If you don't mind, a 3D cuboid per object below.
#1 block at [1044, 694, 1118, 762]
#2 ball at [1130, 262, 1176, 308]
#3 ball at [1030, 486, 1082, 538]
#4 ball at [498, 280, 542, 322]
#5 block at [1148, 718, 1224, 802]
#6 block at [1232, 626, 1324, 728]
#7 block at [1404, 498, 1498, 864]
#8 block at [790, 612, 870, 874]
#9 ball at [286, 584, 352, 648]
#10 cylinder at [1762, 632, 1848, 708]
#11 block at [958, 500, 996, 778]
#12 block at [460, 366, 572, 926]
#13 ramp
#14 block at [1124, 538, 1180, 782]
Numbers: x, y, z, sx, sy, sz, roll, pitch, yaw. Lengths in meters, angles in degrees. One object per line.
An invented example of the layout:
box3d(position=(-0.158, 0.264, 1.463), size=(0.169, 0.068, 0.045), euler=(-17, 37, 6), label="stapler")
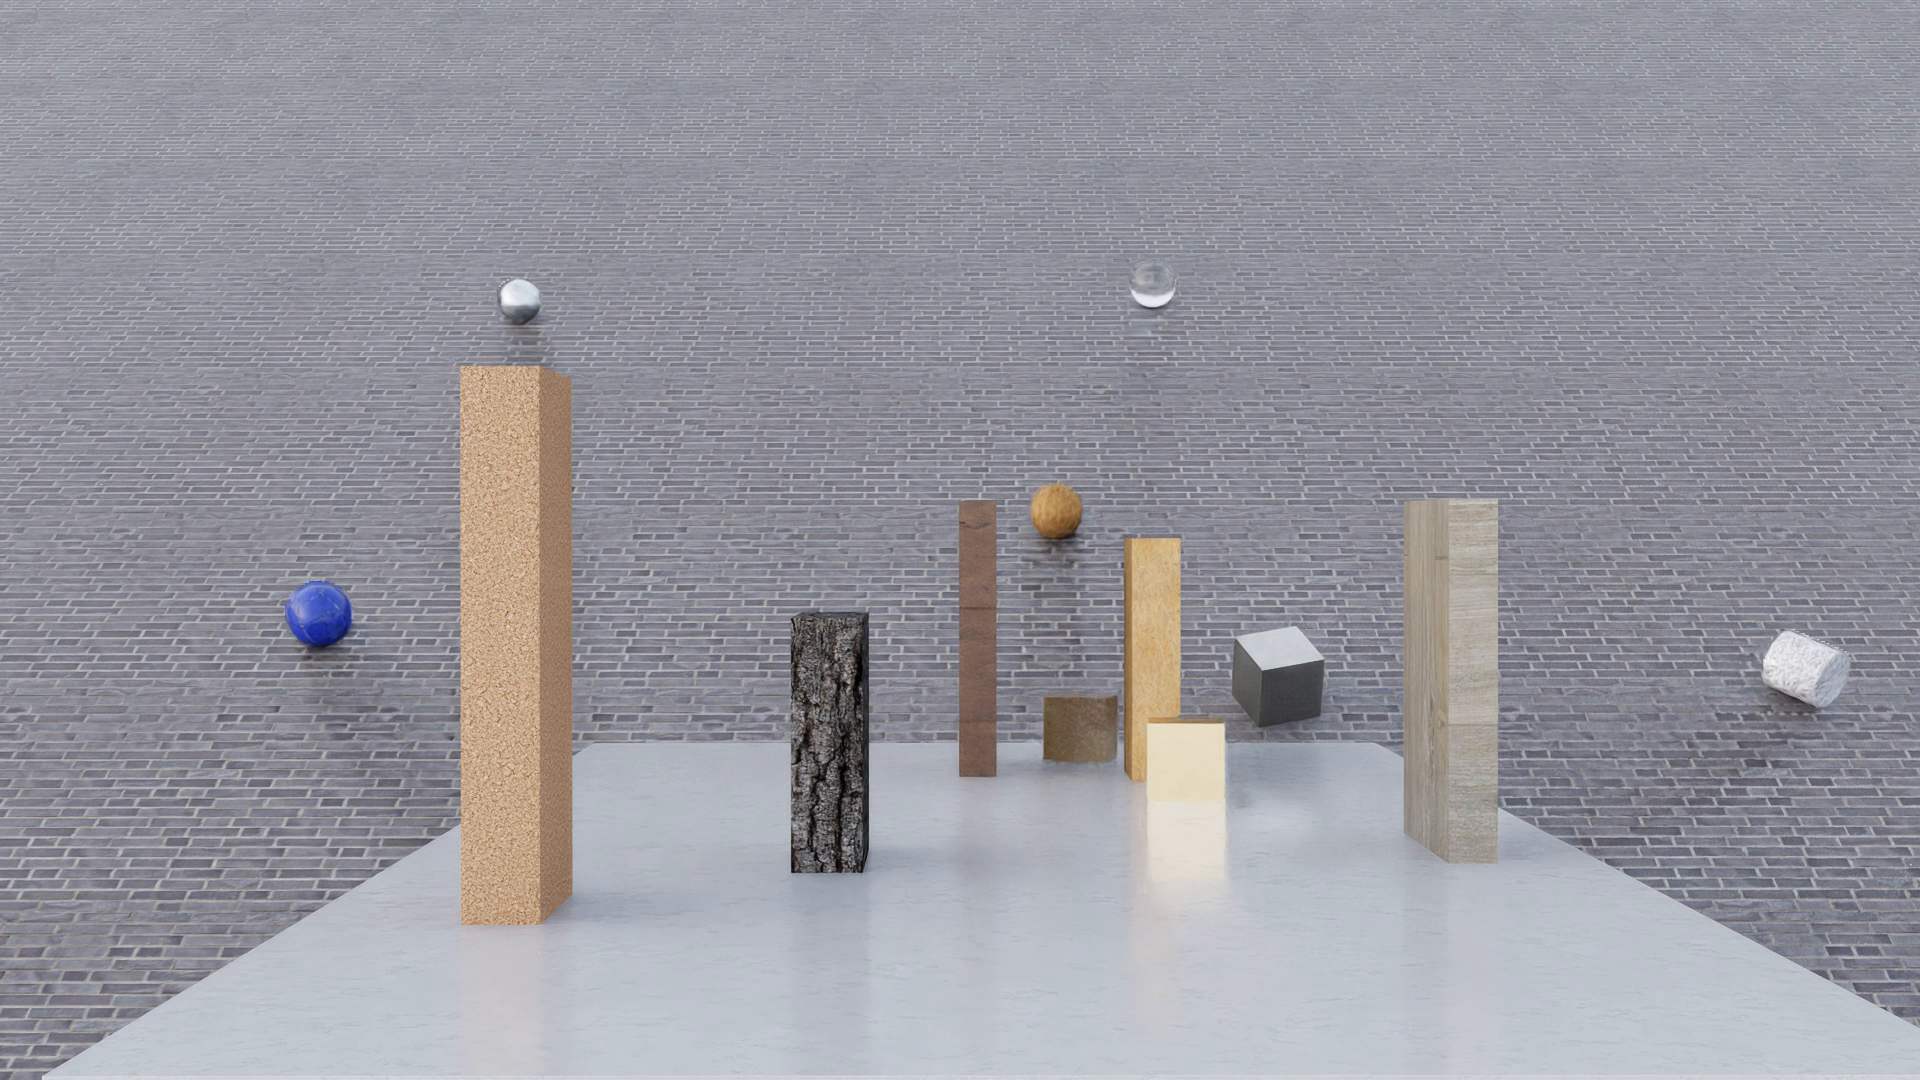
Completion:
box3d(position=(0.290, 0.448, 6.195), size=(0.149, 0.149, 0.149), euler=(0, 0, 15), label="block")
box3d(position=(0.688, -0.911, 9.230), size=(0.162, 0.162, 0.162), euler=(0, 29, 0), label="ball")
box3d(position=(0.288, -0.084, 7.739), size=(0.158, 0.158, 0.158), euler=(0, 29, 0), label="ball")
box3d(position=(-1.552, -0.843, 9.118), size=(0.152, 0.152, 0.152), euler=(0, 29, 0), label="ball")
box3d(position=(0.465, 0.450, 5.314), size=(0.156, 0.156, 0.156), euler=(0, 0, 5), label="block")
box3d(position=(0.848, 0.365, 6.904), size=(0.180, 0.180, 0.180), euler=(-9, 30, -16), label="block")
box3d(position=(0.847, 0.232, 4.481), size=(0.081, 0.602, 0.432), euler=(0, 0, 0), label="block")
box3d(position=(-0.214, 0.330, 4.306), size=(0.115, 0.409, 0.306), euler=(0, 0, 0), label="block")
box3d(position=(-1.779, 0.209, 7.187), size=(0.178, 0.178, 0.178), euler=(0, 29, 0), label="ball")
box3d(position=(2.271, 0.348, 6.946), size=(0.160, 0.160, 0.160), euler=(-23, 35, -35), label="cylinder")
box3d(position=(0.039, 0.218, 5.911), size=(0.083, 0.612, 0.368), euler=(0, 0, 0), label="block")
box3d(position=(-0.643, 0.147, 3.768), size=(0.110, 0.782, 0.306), euler=(0, 0, 0), label="block")
box3d(position=(0.065, 0.582, 4.629), size=(2.000, 0.100, 4.000), euler=(0, 0, 0), label="ramp")
box3d(position=(0.426, 0.260, 5.754), size=(0.105, 0.529, 0.274), euler=(0, 0, 0), label="block")
